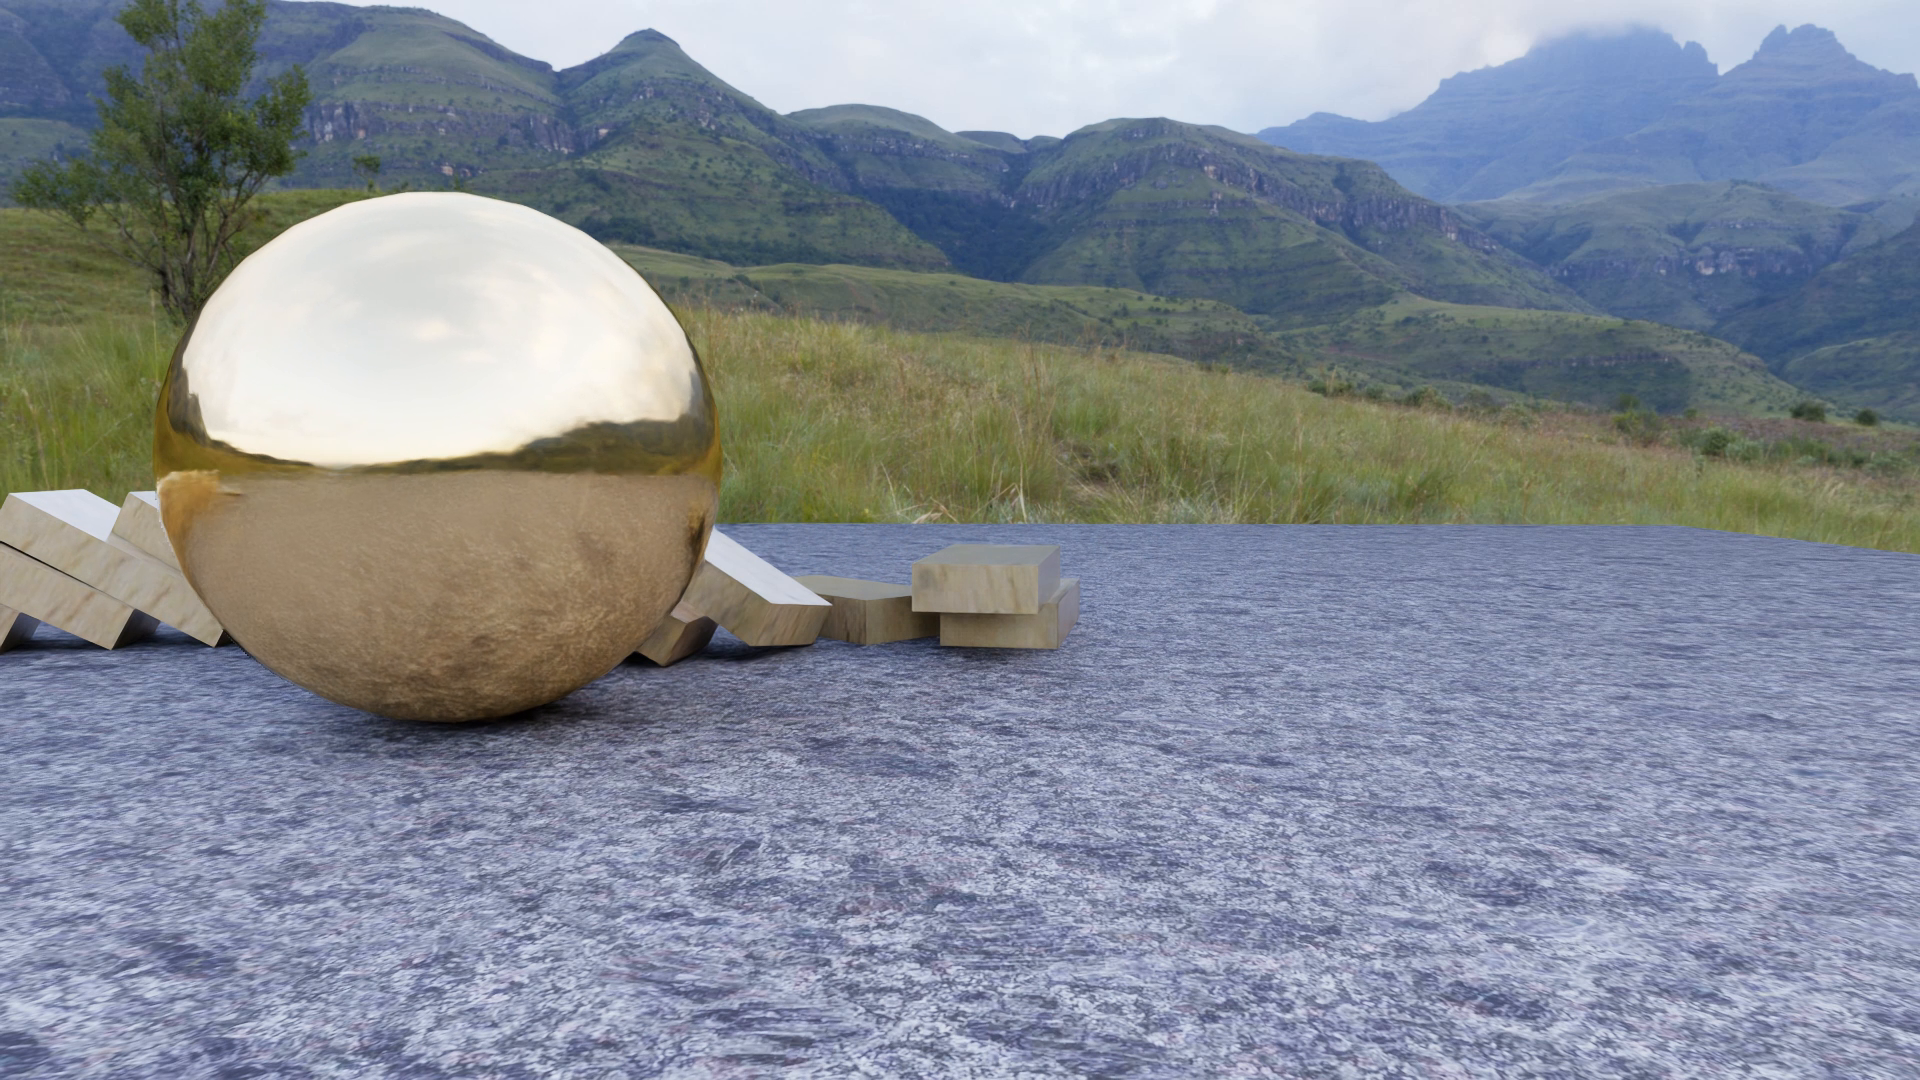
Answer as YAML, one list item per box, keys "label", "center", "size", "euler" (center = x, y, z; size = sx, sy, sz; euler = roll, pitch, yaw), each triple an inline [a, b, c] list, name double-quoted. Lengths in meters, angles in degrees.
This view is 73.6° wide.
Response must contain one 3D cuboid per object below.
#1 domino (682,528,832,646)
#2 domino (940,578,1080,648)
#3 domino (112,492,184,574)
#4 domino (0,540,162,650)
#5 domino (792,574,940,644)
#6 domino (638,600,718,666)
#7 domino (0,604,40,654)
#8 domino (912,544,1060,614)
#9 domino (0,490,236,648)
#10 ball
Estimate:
- label: "domino"
  center: [-0.054, 0.005, 0.270]
  size: [0.050, 0.009, 0.025]
  euler: [31, 8, 21]
- label: "domino"
  center: [0.013, 0.016, 0.293]
  size: [0.025, 0.009, 0.050]
  euler: [1, 4, 10]
- label: "domino"
  center: [-0.155, 0.005, 0.282]
  size: [0.050, 0.009, 0.025]
  euler: [29, 7, 5]
- label: "domino"
  center: [-0.197, 0.006, 0.271]
  size: [0.050, 0.009, 0.025]
  euler: [28, -3, -15]
- label: "domino"
  center: [-0.028, 0.015, 0.298]
  size: [0.025, 0.009, 0.050]
  euler: [-4, 6, -43]
- label: "domino"
  center: [-0.074, 0.007, 0.258]
  size: [0.050, 0.009, 0.025]
  euler: [28, 8, 5]
- label: "domino"
  center: [-0.217, 0.007, 0.261]
  size: [0.050, 0.009, 0.025]
  euler: [28, -7, -22]
- label: "domino"
  center: [0.007, 0.008, 0.276]
  size: [0.025, 0.009, 0.050]
  euler: [1, 4, 9]
- label: "domino"
  center: [-0.176, 0.006, 0.278]
  size: [0.050, 0.009, 0.025]
  euler: [28, 2, -5]
- label: "ball"
  center: [-0.077, -0.012, 0.197]
  size: [0.080, 0.080, 0.080]
  euler: [0, 4, 0]
